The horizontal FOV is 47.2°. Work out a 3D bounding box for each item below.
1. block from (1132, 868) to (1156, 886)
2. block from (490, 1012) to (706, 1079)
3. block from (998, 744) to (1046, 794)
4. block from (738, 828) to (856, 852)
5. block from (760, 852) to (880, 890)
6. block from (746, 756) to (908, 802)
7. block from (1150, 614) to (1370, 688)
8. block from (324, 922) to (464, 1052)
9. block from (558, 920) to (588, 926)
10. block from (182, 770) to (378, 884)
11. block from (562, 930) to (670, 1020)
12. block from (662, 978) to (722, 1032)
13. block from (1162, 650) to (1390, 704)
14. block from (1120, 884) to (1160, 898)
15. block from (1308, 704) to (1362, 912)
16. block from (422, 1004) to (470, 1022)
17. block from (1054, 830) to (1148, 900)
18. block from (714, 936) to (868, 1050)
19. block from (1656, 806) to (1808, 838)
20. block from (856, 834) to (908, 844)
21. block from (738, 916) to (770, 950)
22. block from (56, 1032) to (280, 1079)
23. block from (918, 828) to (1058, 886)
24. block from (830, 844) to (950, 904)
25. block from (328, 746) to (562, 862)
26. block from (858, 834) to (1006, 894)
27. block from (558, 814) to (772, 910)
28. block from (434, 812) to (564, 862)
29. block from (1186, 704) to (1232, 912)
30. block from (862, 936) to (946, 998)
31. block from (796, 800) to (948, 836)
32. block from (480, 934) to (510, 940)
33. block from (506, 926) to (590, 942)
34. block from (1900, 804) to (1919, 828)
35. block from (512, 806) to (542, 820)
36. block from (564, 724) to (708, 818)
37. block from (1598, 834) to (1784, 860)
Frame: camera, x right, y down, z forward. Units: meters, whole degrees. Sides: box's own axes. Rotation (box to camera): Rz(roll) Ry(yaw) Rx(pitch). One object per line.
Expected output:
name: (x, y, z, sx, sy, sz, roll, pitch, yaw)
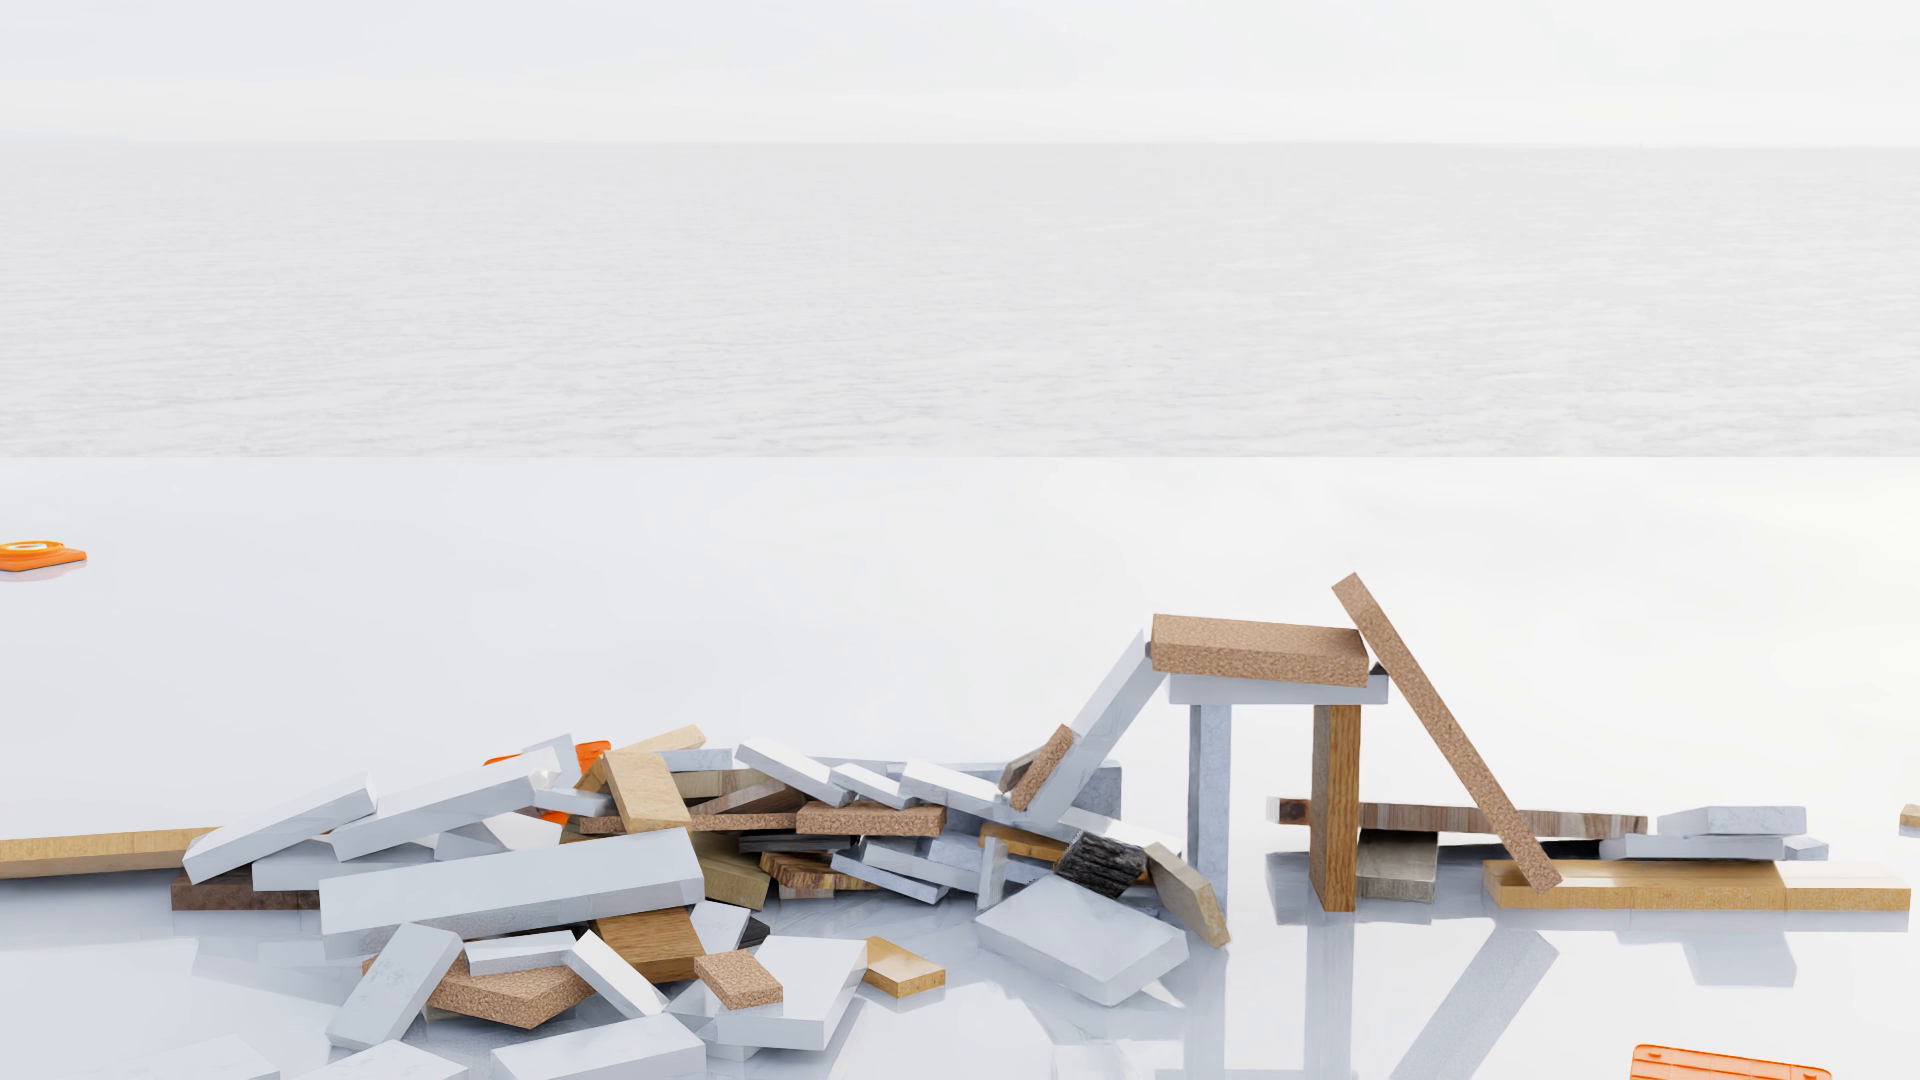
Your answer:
block: (0.309, 0.562, 3.690, 0.113, 0.016, 0.056, 3, 11, 13)
block: (-0.487, 0.701, 2.969, 0.257, 0.036, 0.129, -6, 12, -30)
block: (0.118, 0.385, 3.736, 0.120, 0.060, 0.017, -22, 53, -43)
block: (-0.270, 0.500, 3.675, 0.184, 0.026, 0.092, -3, -1, 4)
block: (-0.230, 0.549, 3.651, 0.185, 0.026, 0.092, 8, 11, -38)
block: (-0.218, 0.447, 3.950, 0.339, 0.048, 0.170, 5, -29, -10)
block: (0.476, 0.176, 3.521, 0.335, 0.047, 0.167, 4, 14, 3)
block: (-0.794, 0.630, 3.093, 0.099, 0.028, 0.199, 6, 44, 27)
block: (-0.543, 0.572, 3.440, 0.178, 0.025, 0.089, 6, 20, -18)
block: (-1.122, 0.473, 3.642, 0.307, 0.043, 0.153, -22, 10, -11)
block: (-0.490, 0.629, 3.138, 0.157, 0.022, 0.078, 41, 15, 1)
block: (-0.359, 0.667, 3.188, 0.083, 0.024, 0.167, 3, 11, 17)
block: (0.510, 0.223, 3.597, 0.349, 0.049, 0.175, 0, 11, 0)
block: (0.323, 0.580, 3.678, 0.113, 0.016, 0.056, 1, 11, 5)
block: (0.619, 0.418, 3.636, 0.049, 0.349, 0.175, 0, 11, 0)
block: (-0.684, 0.657, 3.225, 0.214, 0.030, 0.107, -5, 11, -23)
block: (0.222, 0.527, 3.525, 0.106, 0.030, 0.212, 20, -25, -1)
block: (-0.236, 0.643, 3.139, 0.152, 0.043, 0.303, 2, 11, 9)
block: (1.321, 0.489, 3.779, 0.160, 0.045, 0.320, 0, -10, 3)
block: (-0.133, 0.533, 3.780, 0.020, 0.072, 0.143, -7, 12, -32)
block: (-0.396, 0.621, 3.431, 0.178, 0.025, 0.089, -8, 13, -35)
block: (-1.059, 0.721, 2.841, 0.311, 0.044, 0.156, -8, 13, -38)
block: (0.054, 0.531, 3.669, 0.236, 0.033, 0.118, 16, 4, -10)
block: (-0.114, 0.553, 3.653, 0.185, 0.026, 0.092, 17, 9, 13)
block: (-0.844, 0.433, 3.623, 0.346, 0.049, 0.173, -17, 9, 6)
block: (-0.048, 0.537, 3.652, 0.236, 0.033, 0.118, 16, 4, -7)
block: (-0.483, 0.522, 3.660, 0.346, 0.049, 0.173, 15, 10, -2)
block: (-0.679, 0.523, 3.650, 0.346, 0.049, 0.173, 15, 10, -2)
block: (0.411, 0.419, 3.636, 0.049, 0.349, 0.175, 0, 11, 0)
block: (-0.110, 0.643, 3.317, 0.088, 0.025, 0.175, -8, 13, -37)
block: (-0.146, 0.463, 3.662, 0.236, 0.033, 0.118, 0, 3, 6)
block: (-0.711, 0.622, 3.412, 0.107, 0.030, 0.214, 8, 13, 35)
block: (-0.606, 0.588, 3.443, 0.107, 0.030, 0.214, 25, 22, 33)
block: (1.806, 0.513, 4.025, 0.149, 0.021, 0.075, 6, 12, 31)
block: (-0.780, 0.507, 3.854, 0.093, 0.026, 0.186, -24, 32, -19)
block: (-0.579, 0.412, 3.910, 0.039, 0.137, 0.274, 48, 27, 15)
block: (1.241, 0.527, 3.738, 0.268, 0.038, 0.134, 1, -13, -3)
